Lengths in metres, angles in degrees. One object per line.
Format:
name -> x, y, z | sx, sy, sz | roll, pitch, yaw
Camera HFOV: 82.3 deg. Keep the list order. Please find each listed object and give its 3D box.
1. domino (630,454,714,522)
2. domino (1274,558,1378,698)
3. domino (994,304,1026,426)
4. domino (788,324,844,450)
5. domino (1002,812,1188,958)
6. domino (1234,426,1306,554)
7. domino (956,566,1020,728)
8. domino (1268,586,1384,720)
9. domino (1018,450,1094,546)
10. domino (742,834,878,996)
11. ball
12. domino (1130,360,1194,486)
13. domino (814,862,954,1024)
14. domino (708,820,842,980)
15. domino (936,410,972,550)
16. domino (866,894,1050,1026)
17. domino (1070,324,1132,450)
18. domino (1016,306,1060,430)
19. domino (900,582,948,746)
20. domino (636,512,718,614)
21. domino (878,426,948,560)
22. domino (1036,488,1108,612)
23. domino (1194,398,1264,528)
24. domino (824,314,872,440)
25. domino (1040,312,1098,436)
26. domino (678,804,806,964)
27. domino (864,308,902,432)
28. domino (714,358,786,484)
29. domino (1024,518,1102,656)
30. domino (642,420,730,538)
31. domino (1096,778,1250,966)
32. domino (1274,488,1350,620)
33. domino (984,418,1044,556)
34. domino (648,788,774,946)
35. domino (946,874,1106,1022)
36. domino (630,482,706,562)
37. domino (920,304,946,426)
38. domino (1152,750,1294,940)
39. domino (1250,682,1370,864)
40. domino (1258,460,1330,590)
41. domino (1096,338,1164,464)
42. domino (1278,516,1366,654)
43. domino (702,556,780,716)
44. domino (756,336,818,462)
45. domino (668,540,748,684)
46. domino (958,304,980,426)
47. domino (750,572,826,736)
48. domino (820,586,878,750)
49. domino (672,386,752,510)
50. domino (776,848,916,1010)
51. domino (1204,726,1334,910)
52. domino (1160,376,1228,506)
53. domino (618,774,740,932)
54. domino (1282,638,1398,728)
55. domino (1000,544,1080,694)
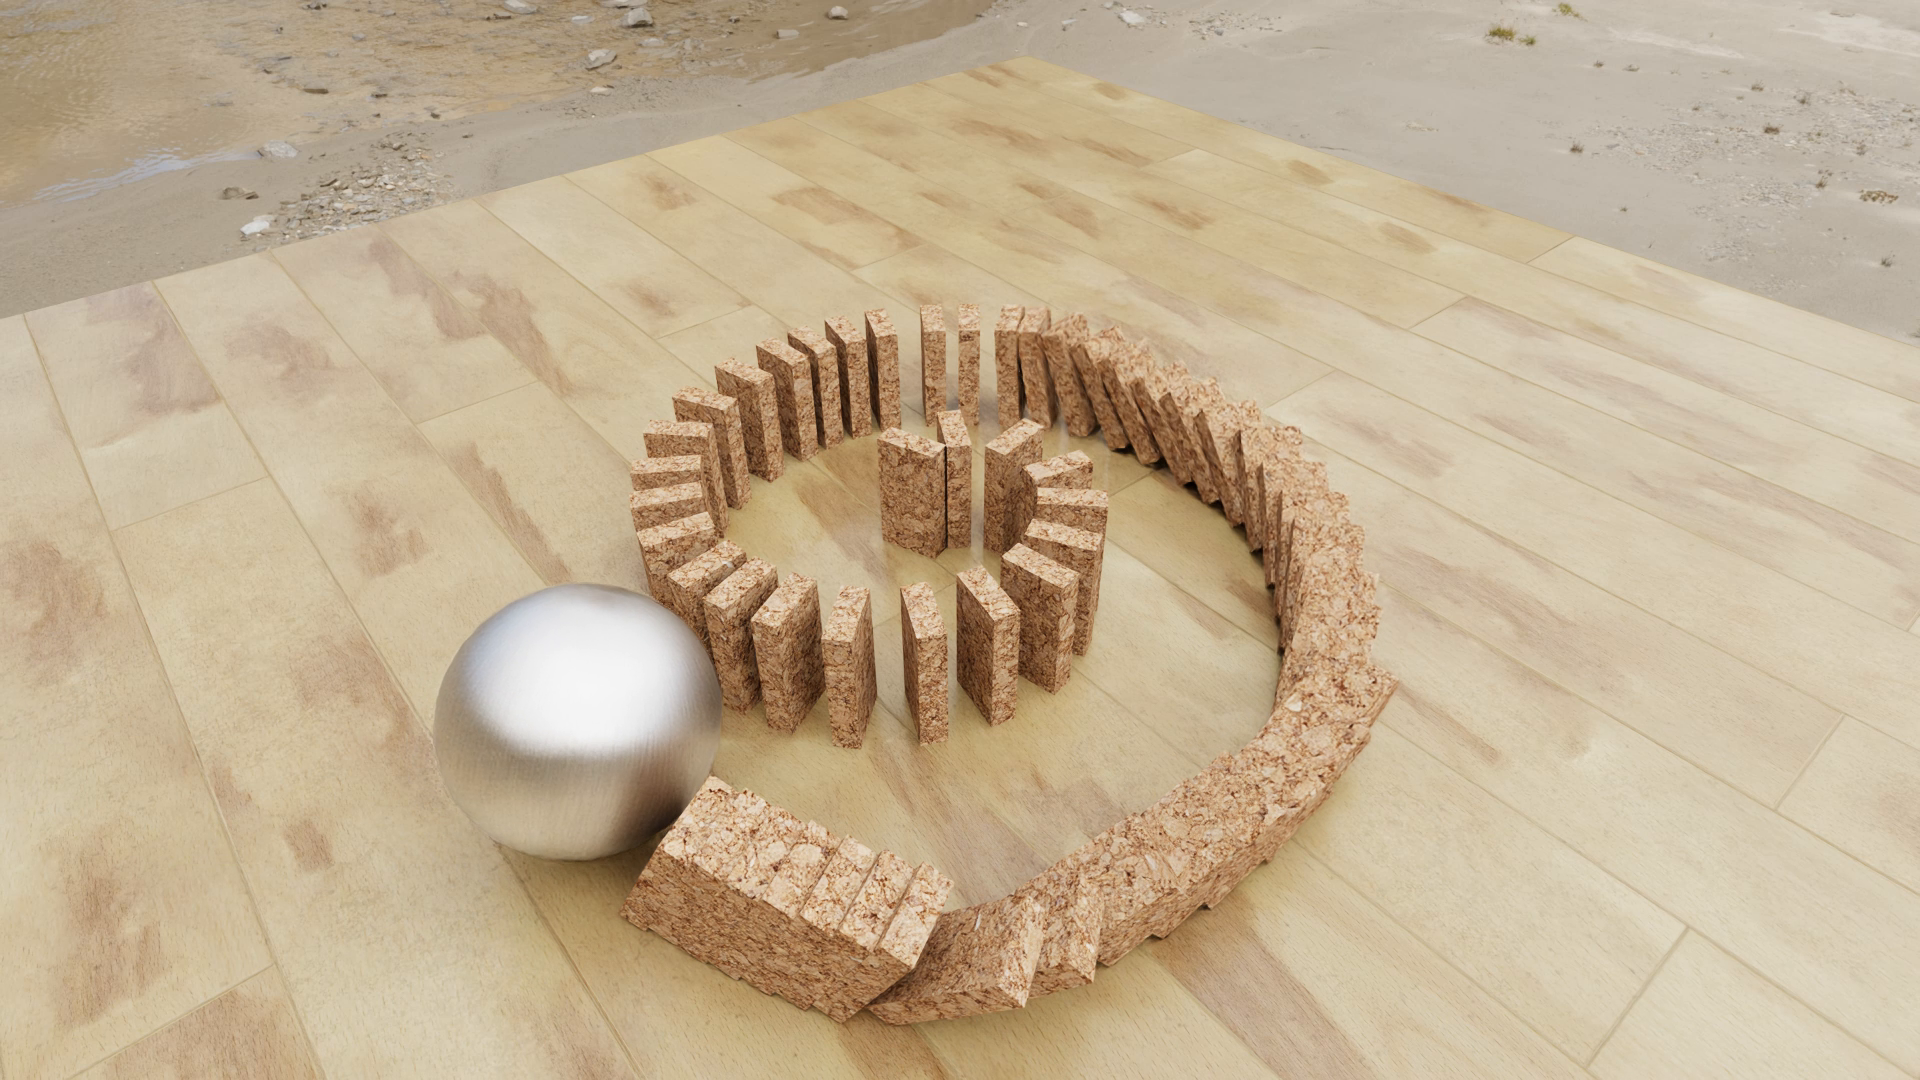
domino -> -0.109, -0.009, 0.422 | 0.025, 0.050, 0.010 | -4, 40, -5
domino -> 0.128, 0.033, 0.384 | 0.025, 0.010, 0.050 | 13, 71, 16
domino -> 0.024, -0.080, 0.509 | 0.010, 0.050, 0.025 | 4, 39, 11
domino -> -0.065, -0.068, 0.495 | 0.009, 0.050, 0.025 | -26, 46, -29
domino -> 0.035, 0.100, 0.302 | 0.050, 0.009, 0.025 | -36, 42, 8
domino -> 0.128, -0.021, 0.447 | 0.025, 0.010, 0.050 | -3, 76, -4
domino -> 0.009, 0.036, 0.368 | 0.009, 0.050, 0.025 | -19, 43, -21
domino -> 0.123, 0.043, 0.371 | 0.025, 0.009, 0.050 | 17, 72, 17
domino -> 0.036, -0.008, 0.422 | 0.025, 0.050, 0.009 | -18, 43, -20
domino -> -0.040, 0.100, 0.291 | 0.009, 0.050, 0.025 | 35, 44, -1
ball -> -0.111, 0.053, 0.323 | 0.080, 0.080, 0.080 | 0, 39, 0
domino -> 0.097, -0.051, 0.482 | 0.025, 0.010, 0.050 | -24, 87, -26
domino -> -0.020, 0.105, 0.284 | 0.010, 0.050, 0.025 | 35, 45, -1
domino -> -0.050, 0.097, 0.294 | 0.009, 0.050, 0.025 | 35, 44, -1
domino -> -0.002, -0.024, 0.441 | 0.009, 0.050, 0.025 | -6, 40, -8
domino -> -0.001, 0.109, 0.284 | 0.050, 0.009, 0.025 | -28, 25, 39
domino -> 0.070, -0.069, 0.498 | 0.025, 0.050, 0.010 | -33, 16, -34
domino -> 0.037, -0.079, 0.507 | 0.009, 0.050, 0.025 | 2, 38, 19
domino -> -0.012, 0.041, 0.361 | 0.010, 0.050, 0.025 | -9, 40, -11
domino -> -0.097, 0.016, 0.392 | 0.025, 0.050, 0.009 | -18, 43, -21
domino -> -0.018, -0.018, 0.433 | 0.025, 0.050, 0.009 | 20, 43, 23
domino -> 0.040, 0.004, 0.406 | 0.025, 0.050, 0.010 | 3, 39, 3
domino -> 0.118, -0.032, 0.460 | 0.025, 0.009, 0.050 | -13, 79, -16
domino -> -0.051, -0.074, 0.502 | 0.009, 0.050, 0.025 | -18, 43, -21
domino -> 0.054, -0.076, 0.504 | 0.010, 0.050, 0.025 | 2, 34, 37
domino -> -0.060, 0.094, 0.298 | 0.009, 0.050, 0.025 | 35, 44, -1
domino -> -0.035, -0.078, 0.506 | 0.009, 0.050, 0.025 | -10, 40, -12
domino -> -0.090, -0.051, 0.474 | 0.025, 0.050, 0.009 | 25, 45, 27
domino -> 0.035, 0.018, 0.390 | 0.025, 0.050, 0.009 | 14, 41, 16
domino -> -0.109, -0.024, 0.441 | 0.025, 0.050, 0.009 | 4, 40, 5
domino -> 0.053, 0.093, 0.309 | 0.050, 0.010, 0.025 | -40, 48, 5
domino -> 0.133, 0.006, 0.416 | 0.025, 0.010, 0.050 | 5, 72, 6
domino -> 0.021, -0.020, 0.436 | 0.010, 0.050, 0.025 | 27, 46, 29
domino -> -0.069, 0.090, 0.302 | 0.010, 0.050, 0.025 | 35, 44, -1
domino -> 0.014, 0.107, 0.288 | 0.050, 0.009, 0.025 | -32, 25, 34
domino -> -0.105, 0.003, 0.408 | 0.025, 0.050, 0.010 | -10, 40, -12
domino -> -0.012, -0.081, 0.510 | 0.009, 0.050, 0.025 | -4, 39, -4
domino -> 0.068, 0.087, 0.316 | 0.050, 0.010, 0.025 | -43, 49, 2
domino -> 0.100, 0.071, 0.339 | 0.050, 0.009, 0.025 | -47, 54, -9
domino -> 0.132, -0.006, 0.431 | 0.025, 0.010, 0.050 | 1, 72, 1
domino -> 0.082, -0.062, 0.491 | 0.025, 0.050, 0.009 | -31, 9, -32
domino -> 0.132, 0.018, 0.401 | 0.025, 0.010, 0.050 | 9, 72, 10
domino -> -0.071, 0.033, 0.371 | 0.009, 0.050, 0.025 | 22, 44, 25
domino -> -0.076, -0.062, 0.487 | 0.025, 0.050, 0.009 | 32, 49, 33
domino -> -0.084, 0.027, 0.379 | 0.009, 0.050, 0.025 | 30, 48, 31
domino -> 0.004, -0.081, 0.510 | 0.010, 0.050, 0.025 | 0, 39, 0
domino -> -0.056, 0.038, 0.365 | 0.010, 0.050, 0.025 | 16, 42, 18
domino -> -0.036, 0.042, 0.360 | 0.009, 0.050, 0.025 | 6, 40, 7
domino -> -0.103, -0.038, 0.458 | 0.025, 0.050, 0.010 | 16, 42, 19
domino -> -0.030, 0.102, 0.287 | 0.010, 0.050, 0.025 | 35, 44, -1
domino -> 0.083, 0.082, 0.327 | 0.050, 0.010, 0.025 | -41, 49, -6
domino -> 0.107, -0.043, 0.472 | 0.025, 0.010, 0.050 | -20, 84, -23
domino -> -0.078, 0.088, 0.306 | 0.010, 0.050, 0.025 | 35, 44, -1
domino -> 0.116, 0.059, 0.353 | 0.025, 0.009, 0.050 | 32, 76, 30
domino -> 0.026, 0.028, 0.378 | 0.025, 0.050, 0.009 | 28, 47, 30
